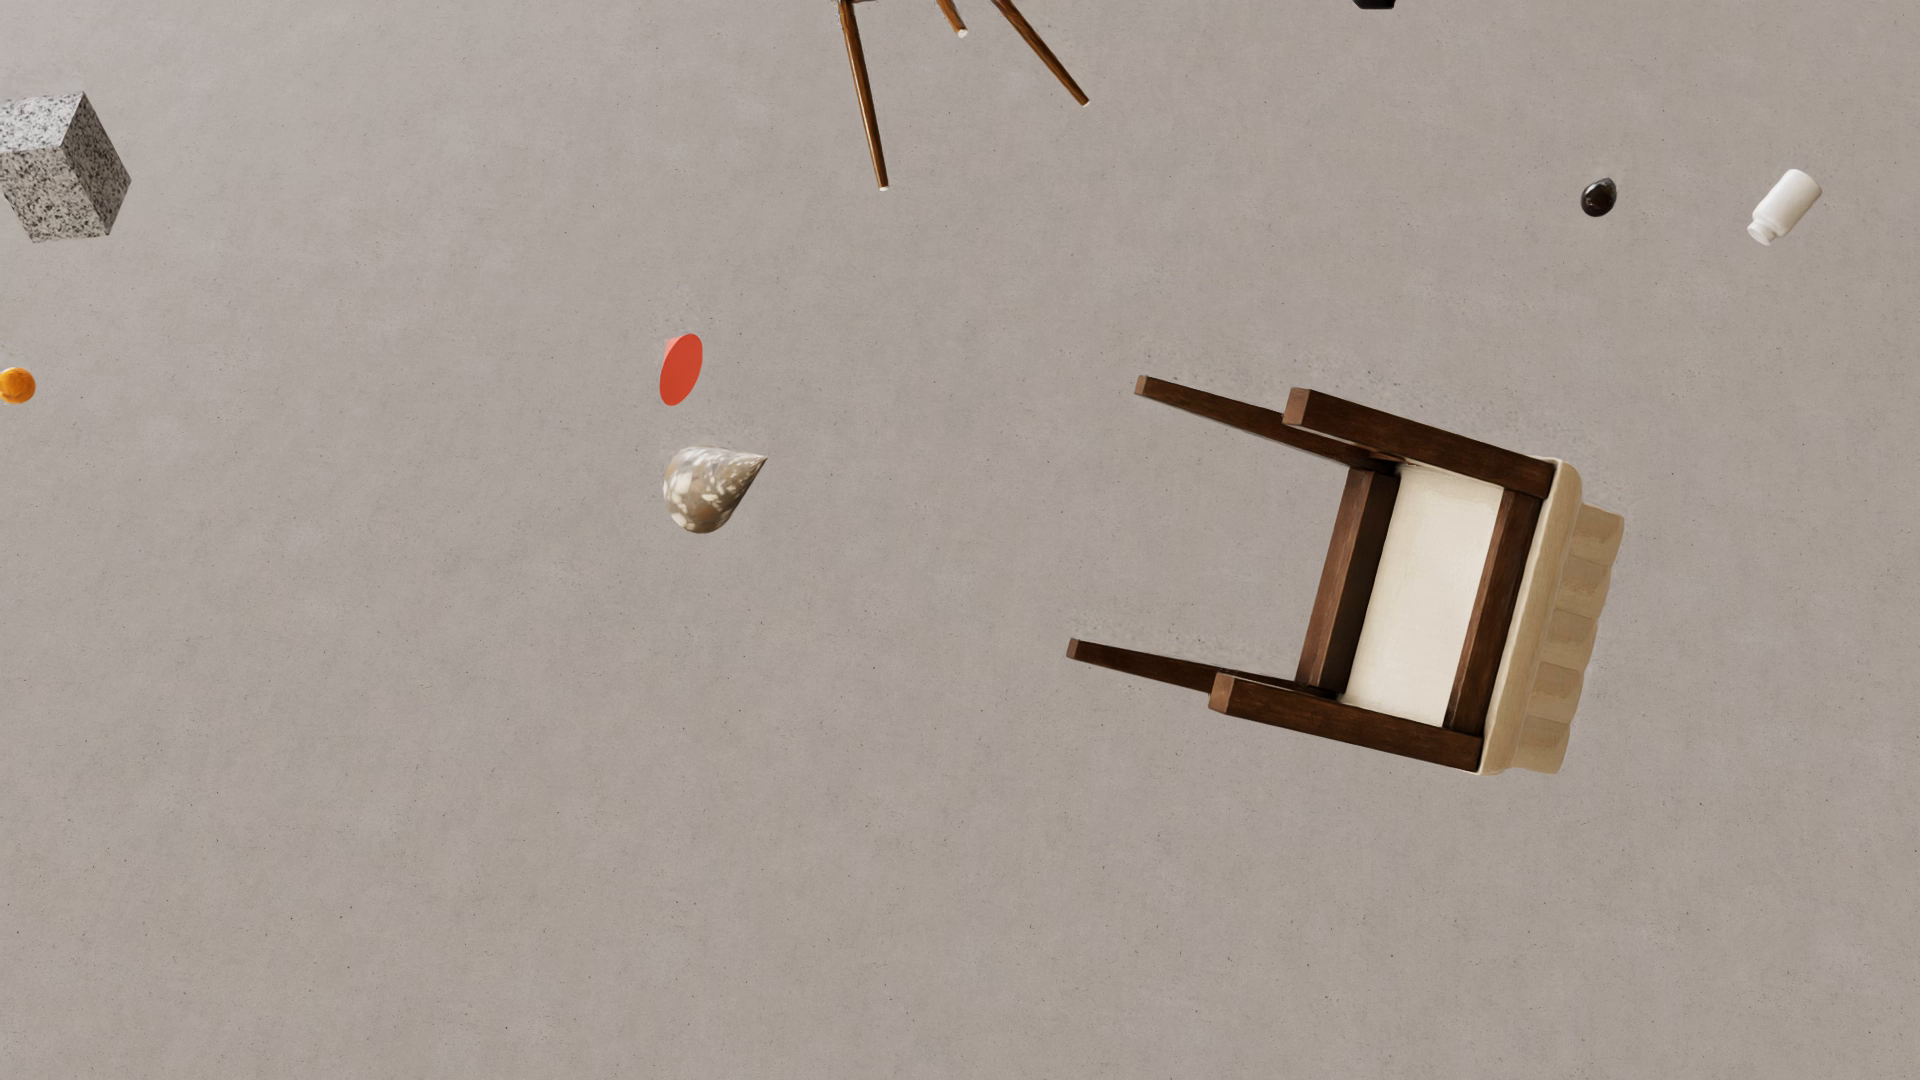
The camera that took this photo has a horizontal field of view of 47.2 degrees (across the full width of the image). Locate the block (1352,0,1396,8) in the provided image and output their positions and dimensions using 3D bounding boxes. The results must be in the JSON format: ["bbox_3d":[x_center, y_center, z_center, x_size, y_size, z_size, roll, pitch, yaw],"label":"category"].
[{"bbox_3d":[0.640,-0.891,3.471,0.063,0.107,0.057,12,79,44],"label":"block"}]

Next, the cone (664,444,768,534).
[{"bbox_3d":[-0.365,-0.109,3.556,0.139,0.192,0.166,45,51,-21],"label":"cone"}]

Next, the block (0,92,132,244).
[{"bbox_3d":[-1.899,-0.783,4.632,0.171,0.238,0.182,-5,48,6],"label":"block"}]

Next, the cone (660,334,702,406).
[{"bbox_3d":[-0.373,-0.242,2.870,0.050,0.107,0.085,8,29,-26],"label":"cone"}]
